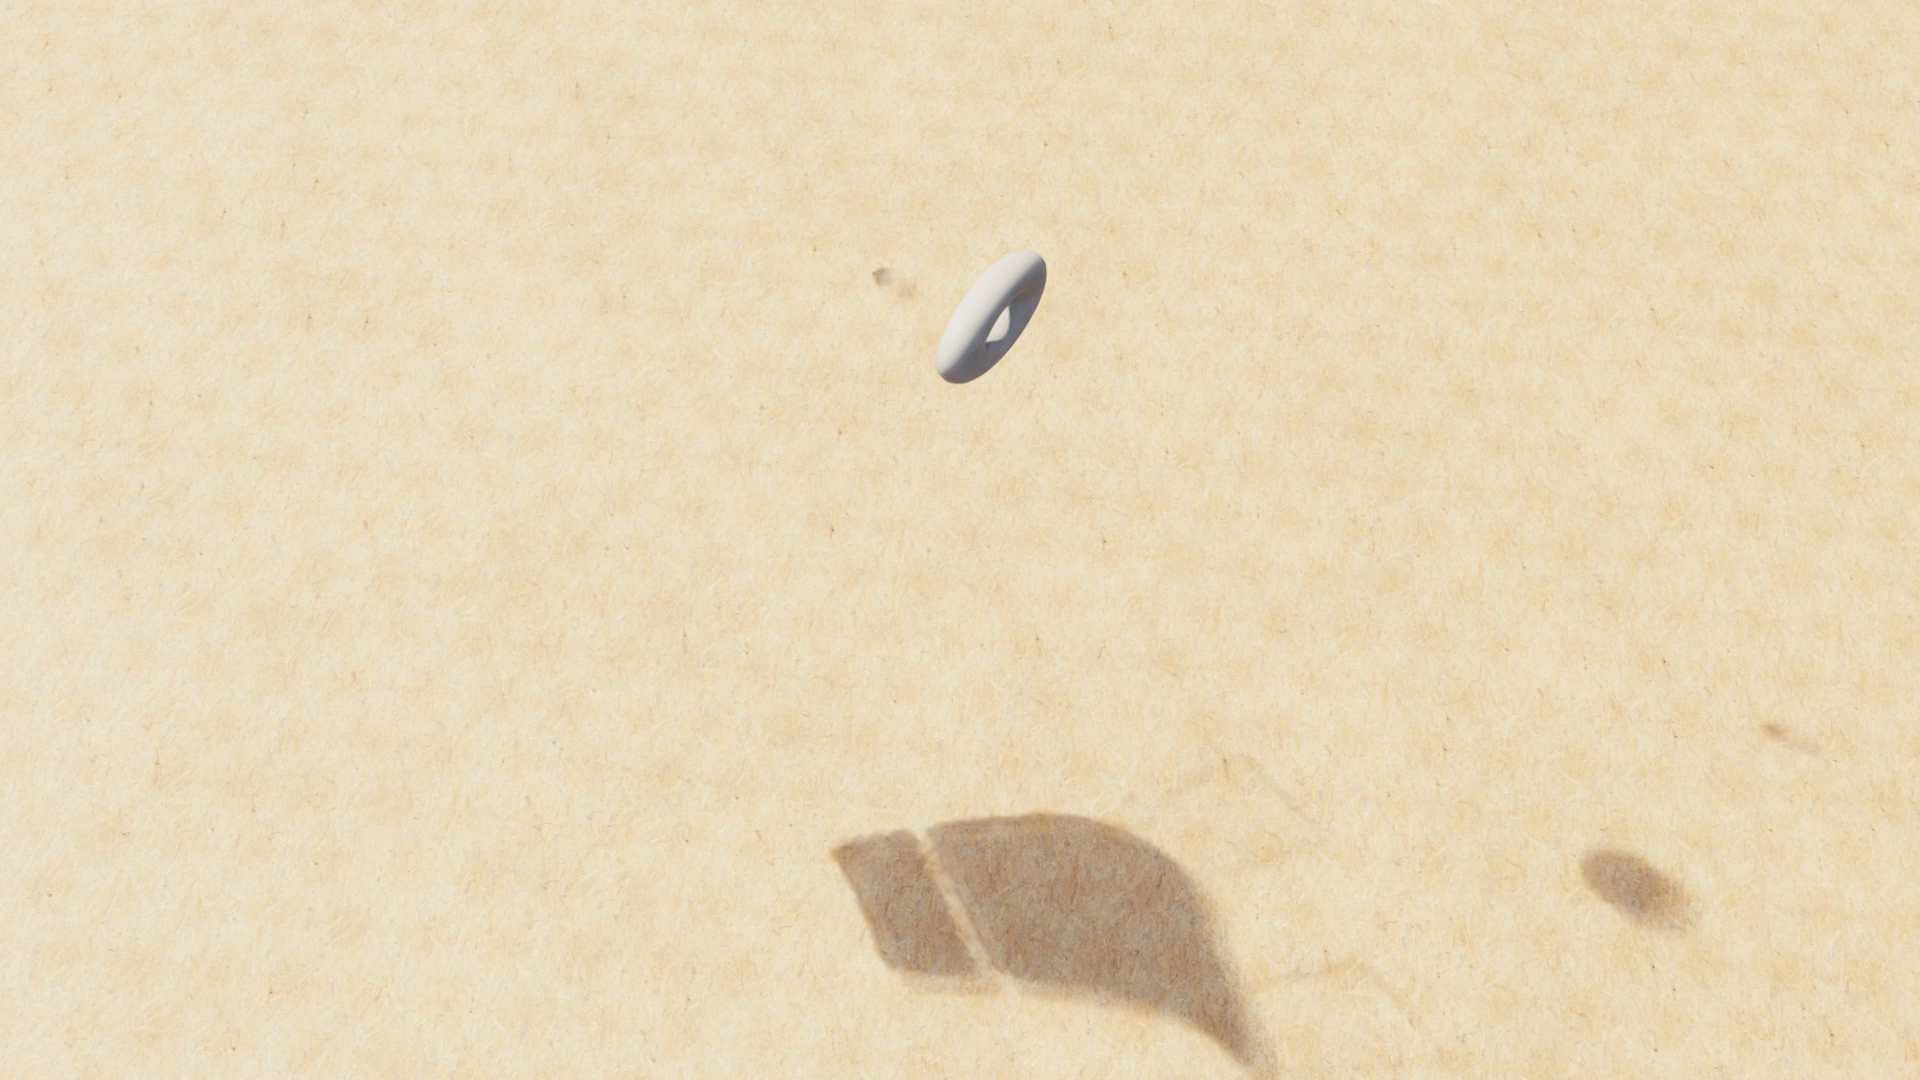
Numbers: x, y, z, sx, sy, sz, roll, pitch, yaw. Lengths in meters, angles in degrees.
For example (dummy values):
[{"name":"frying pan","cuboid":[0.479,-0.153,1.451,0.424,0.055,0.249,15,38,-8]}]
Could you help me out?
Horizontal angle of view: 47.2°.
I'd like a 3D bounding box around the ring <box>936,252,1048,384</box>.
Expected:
[{"name":"ring","cuboid":[0.062,-0.428,4.206,0.079,0.180,0.360,24,54,21]}]
